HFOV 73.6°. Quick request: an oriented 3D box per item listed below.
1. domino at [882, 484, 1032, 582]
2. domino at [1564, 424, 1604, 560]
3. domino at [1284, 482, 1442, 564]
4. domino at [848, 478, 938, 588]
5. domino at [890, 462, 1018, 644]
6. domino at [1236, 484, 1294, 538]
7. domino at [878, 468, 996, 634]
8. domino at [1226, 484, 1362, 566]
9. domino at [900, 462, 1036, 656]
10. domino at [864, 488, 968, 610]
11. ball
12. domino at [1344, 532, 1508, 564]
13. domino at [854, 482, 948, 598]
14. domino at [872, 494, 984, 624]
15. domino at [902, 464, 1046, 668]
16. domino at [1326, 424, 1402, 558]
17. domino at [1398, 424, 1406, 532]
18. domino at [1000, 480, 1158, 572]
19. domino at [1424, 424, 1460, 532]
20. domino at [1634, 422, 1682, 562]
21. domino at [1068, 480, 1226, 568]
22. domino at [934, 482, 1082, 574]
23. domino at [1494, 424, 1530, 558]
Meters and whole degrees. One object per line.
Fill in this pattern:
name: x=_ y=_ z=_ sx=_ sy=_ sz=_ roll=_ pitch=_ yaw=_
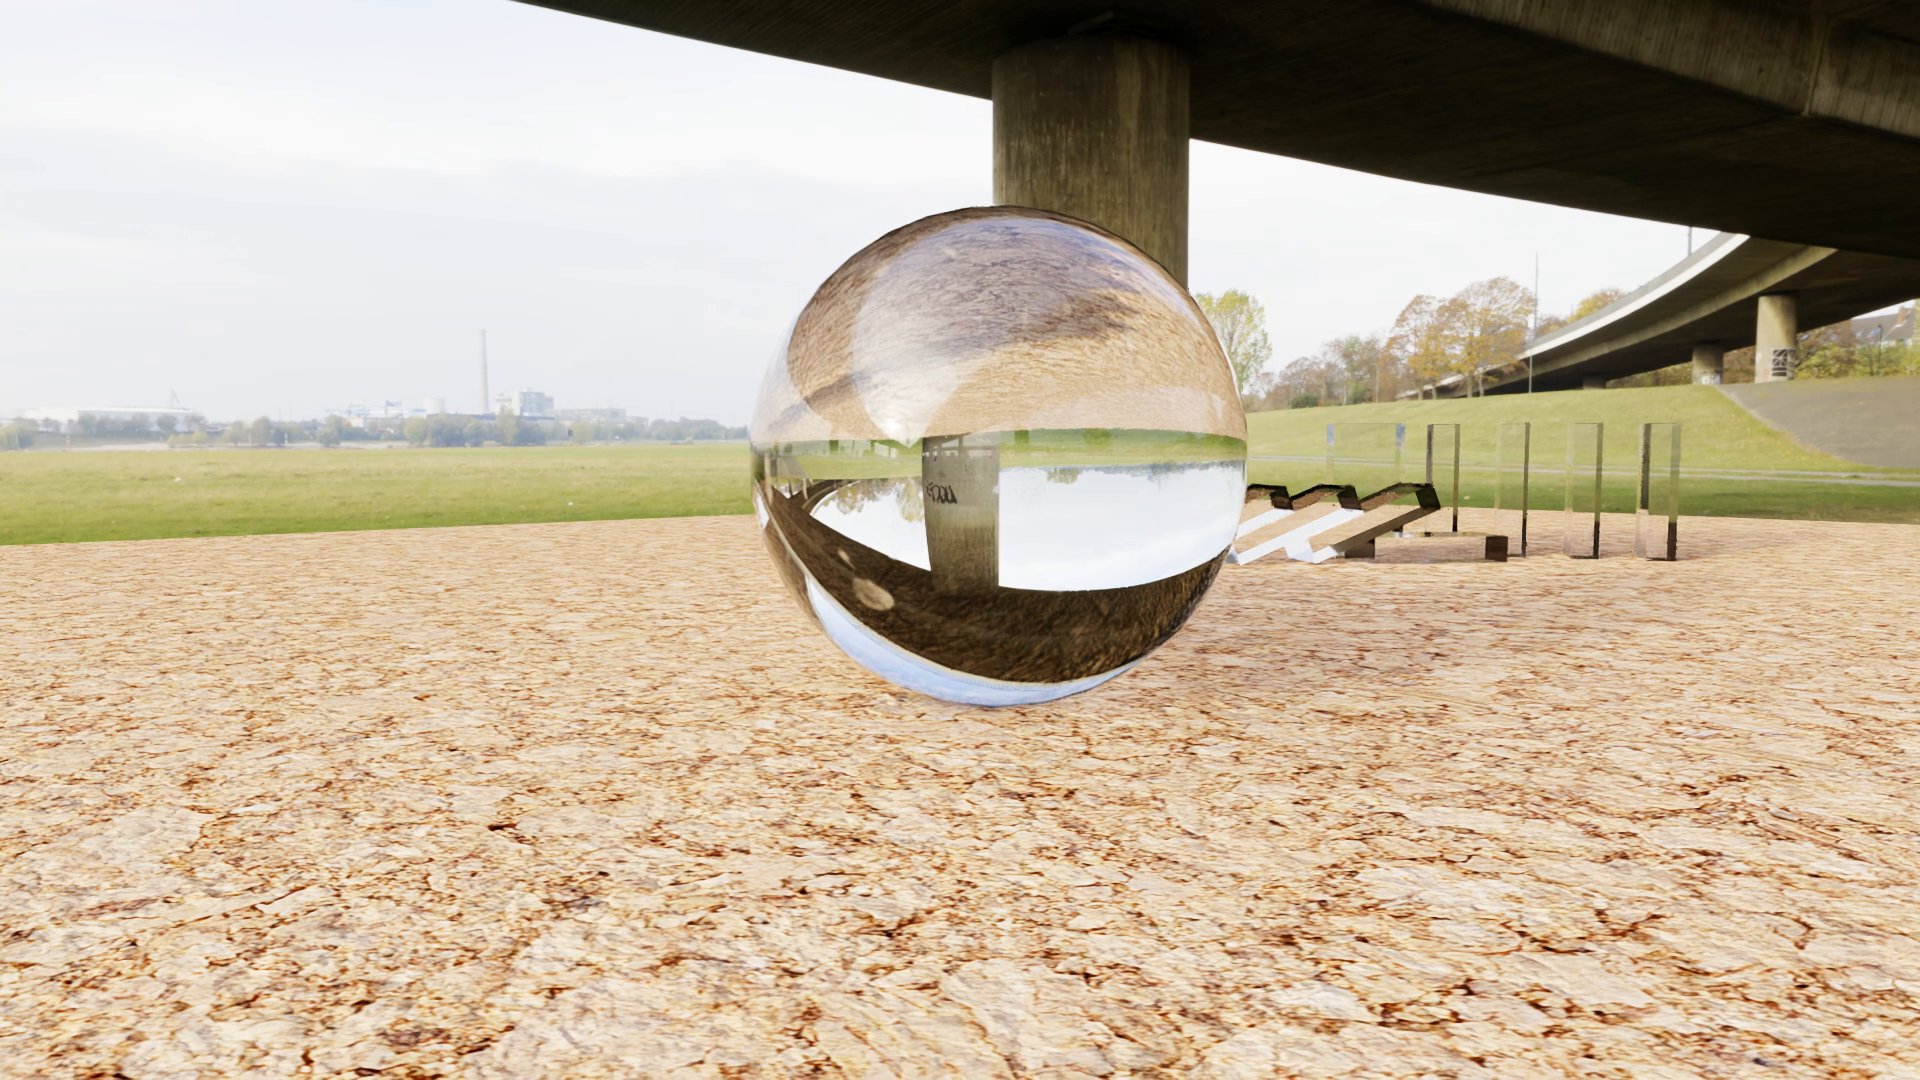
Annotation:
domino: x=0.000 y=-0.003 z=0.419 sx=0.025 sy=0.009 sz=0.050 roll=3 pitch=29 yaw=35
domino: x=0.235 y=-0.019 z=0.484 sx=0.009 sy=0.050 sz=0.025 roll=2 pitch=5 yaw=20
domino: x=0.145 y=-0.007 z=0.465 sx=0.050 sy=0.009 sz=0.025 roll=-23 pitch=7 yaw=-6
domino: x=-0.021 y=-0.003 z=0.399 sx=0.025 sy=0.009 sz=0.050 roll=-4 pitch=30 yaw=-4
domino: x=-0.002 y=0.002 z=0.290 sx=0.025 sy=0.010 sz=0.050 roll=0 pitch=42 yaw=-5
domino: x=0.091 y=-0.006 z=0.460 sx=0.050 sy=0.009 sz=0.025 roll=-24 pitch=9 yaw=-11
domino: x=-0.006 y=0.001 z=0.306 sx=0.025 sy=0.009 sz=0.050 roll=0 pitch=39 yaw=-5
domino: x=0.116 y=-0.006 z=0.464 sx=0.050 sy=0.009 sz=0.025 roll=-23 pitch=9 yaw=-10
domino: x=0.001 y=0.003 z=0.275 sx=0.025 sy=0.009 sz=0.050 roll=0 pitch=42 yaw=-5
domino: x=-0.013 y=0.001 z=0.351 sx=0.025 sy=0.010 sz=0.050 roll=-1 pitch=29 yaw=-6
ball: x=0.006 y=-0.013 z=0.208 sx=0.080 sy=0.080 sz=0.080 roll=0 pitch=4 yaw=0
domino: x=0.170 y=0.003 z=0.469 sx=0.050 sy=0.009 sz=0.025 roll=-1 pitch=4 yaw=-7
domino: x=-0.018 y=-0.001 z=0.375 sx=0.025 sy=0.010 sz=0.050 roll=-2 pitch=29 yaw=-5
domino: x=-0.009 y=0.004 z=0.326 sx=0.025 sy=0.009 sz=0.050 roll=0 pitch=28 yaw=-6
domino: x=0.002 y=0.004 z=0.260 sx=0.025 sy=0.010 sz=0.050 roll=0 pitch=42 yaw=-5
domino: x=0.152 y=-0.019 z=0.484 sx=0.025 sy=0.050 sz=0.009 roll=0 pitch=4 yaw=0
domino: x=0.163 y=-0.020 z=0.503 sx=0.009 sy=0.050 sz=0.025 roll=-1 pitch=4 yaw=-11
domino: x=0.042 y=-0.006 z=0.449 sx=0.050 sy=0.010 sz=0.025 roll=-30 pitch=18 yaw=-25
domino: x=0.187 y=-0.020 z=0.499 sx=0.009 sy=0.050 sz=0.025 roll=1 pitch=4 yaw=15
domino: x=0.258 y=-0.018 z=0.476 sx=0.010 sy=0.050 sz=0.025 roll=1 pitch=5 yaw=19
domino: x=0.066 y=-0.006 z=0.456 sx=0.050 sy=0.010 sz=0.025 roll=-26 pitch=12 yaw=-17
domino: x=0.017 y=-0.005 z=0.439 sx=0.025 sy=0.009 sz=0.050 roll=2 pitch=28 yaw=41
domino: x=0.211 y=-0.019 z=0.492 sx=0.010 sy=0.050 sz=0.025 roll=1 pitch=5 yaw=18
